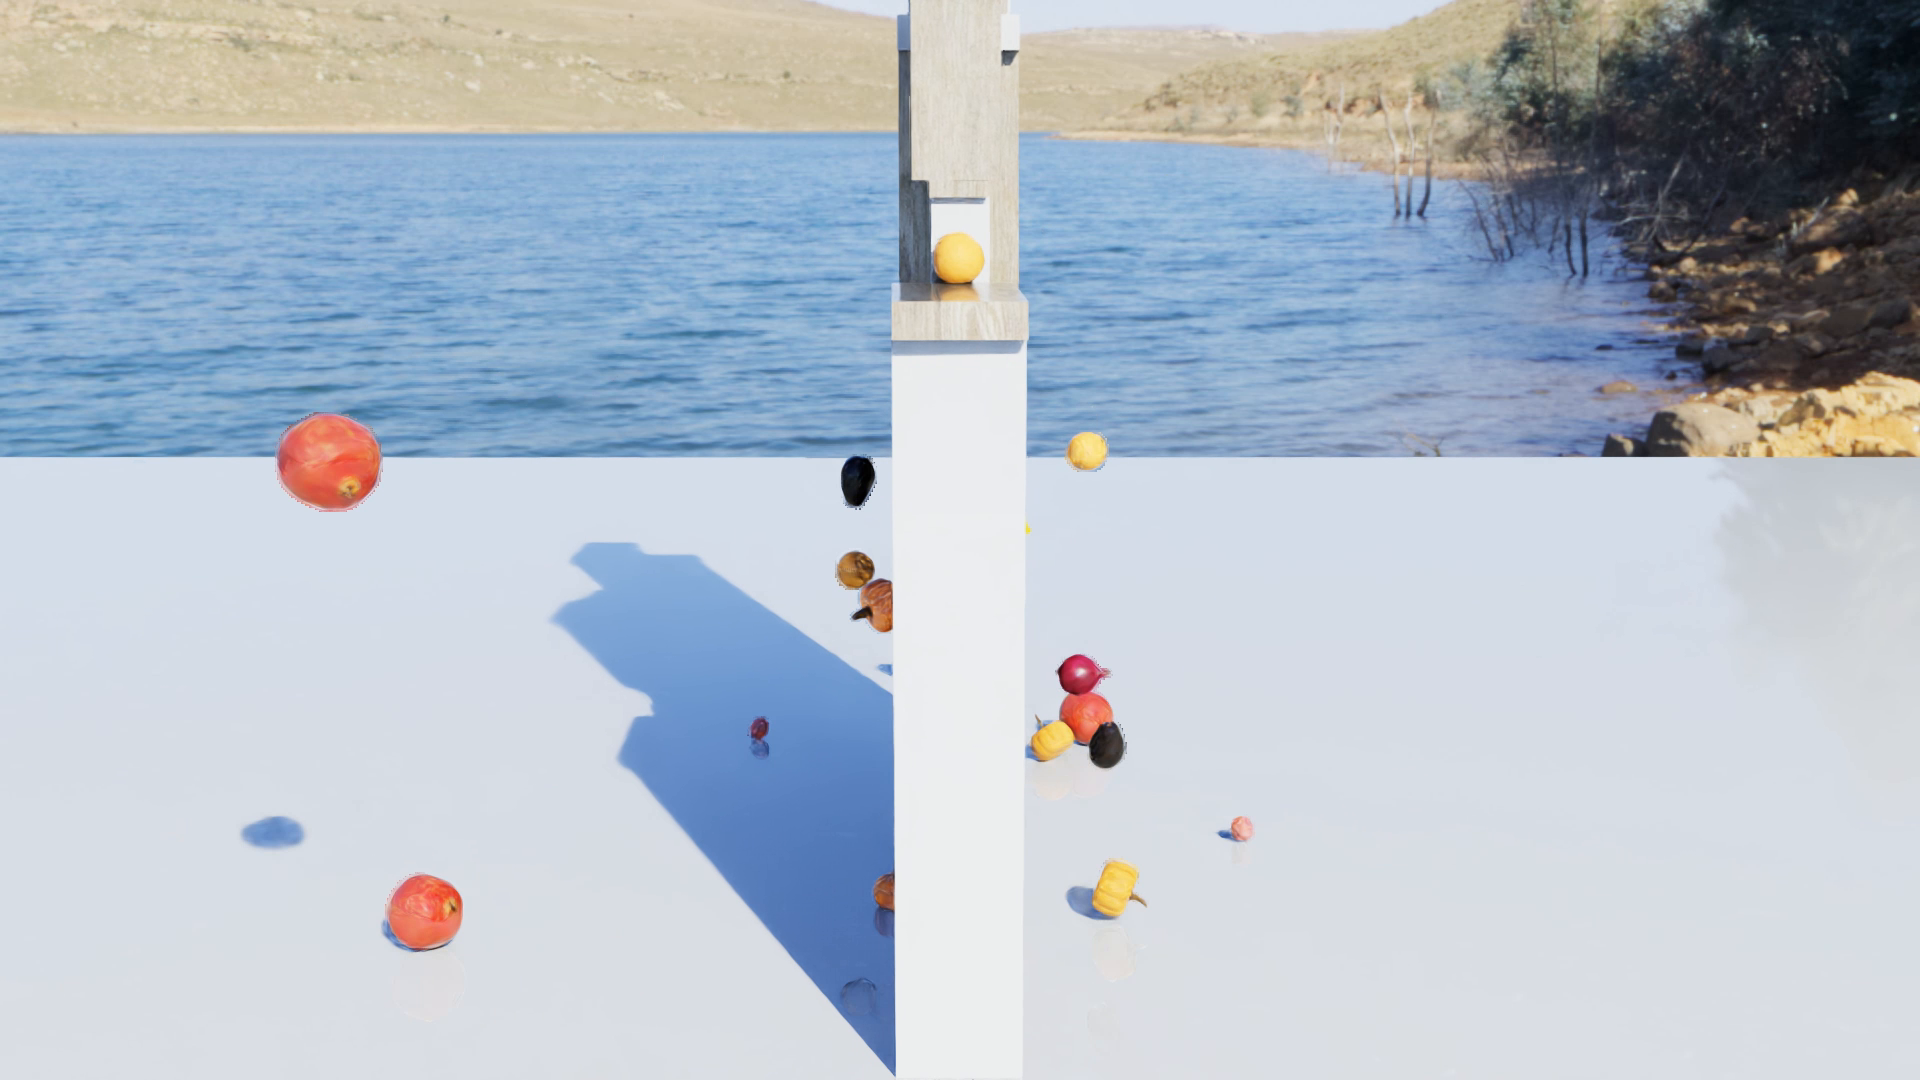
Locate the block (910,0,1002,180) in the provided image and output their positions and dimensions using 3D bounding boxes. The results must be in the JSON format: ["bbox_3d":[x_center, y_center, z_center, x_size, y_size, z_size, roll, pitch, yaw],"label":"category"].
[{"bbox_3d":[-0.005,-0.735,3.010,0.124,0.479,0.035,0,14,1],"label":"block"}]

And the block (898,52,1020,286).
[{"bbox_3d":[-0.002,-0.538,3.266,0.176,0.365,0.050,0,11,0],"label":"block"}]

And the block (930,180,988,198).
[{"bbox_3d":[-0.002,-0.504,3.127,0.081,0.023,0.161,0,13,1],"label":"block"}]

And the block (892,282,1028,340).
[{"bbox_3d":[-0.005,-0.303,2.896,0.170,0.048,0.339,0,11,-2],"label":"block"}]

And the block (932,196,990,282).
[{"bbox_3d":[0.001,-0.232,3.123,0.081,0.505,0.023,0,10,-1],"label":"block"}]

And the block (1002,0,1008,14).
[{"bbox_3d":[0.001,-1.025,3.556,0.153,0.373,0.043,0,11,0],"label":"block"}]

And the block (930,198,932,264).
[{"bbox_3d":[-0.002,-0.422,3.198,0.081,0.161,0.023,-1,11,0],"label":"block"}]

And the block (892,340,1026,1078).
[{"bbox_3d":[-0.001,0.230,2.883,0.170,0.995,0.048,0,11,0],"label":"block"}]

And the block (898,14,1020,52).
[{"bbox_3d":[-0.003,-0.763,3.342,0.176,0.050,0.353,0,10,0],"label":"block"}]

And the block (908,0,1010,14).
[{"bbox_3d":[-0.002,-0.956,3.975,0.177,0.050,0.355,0,11,0],"label":"block"}]
